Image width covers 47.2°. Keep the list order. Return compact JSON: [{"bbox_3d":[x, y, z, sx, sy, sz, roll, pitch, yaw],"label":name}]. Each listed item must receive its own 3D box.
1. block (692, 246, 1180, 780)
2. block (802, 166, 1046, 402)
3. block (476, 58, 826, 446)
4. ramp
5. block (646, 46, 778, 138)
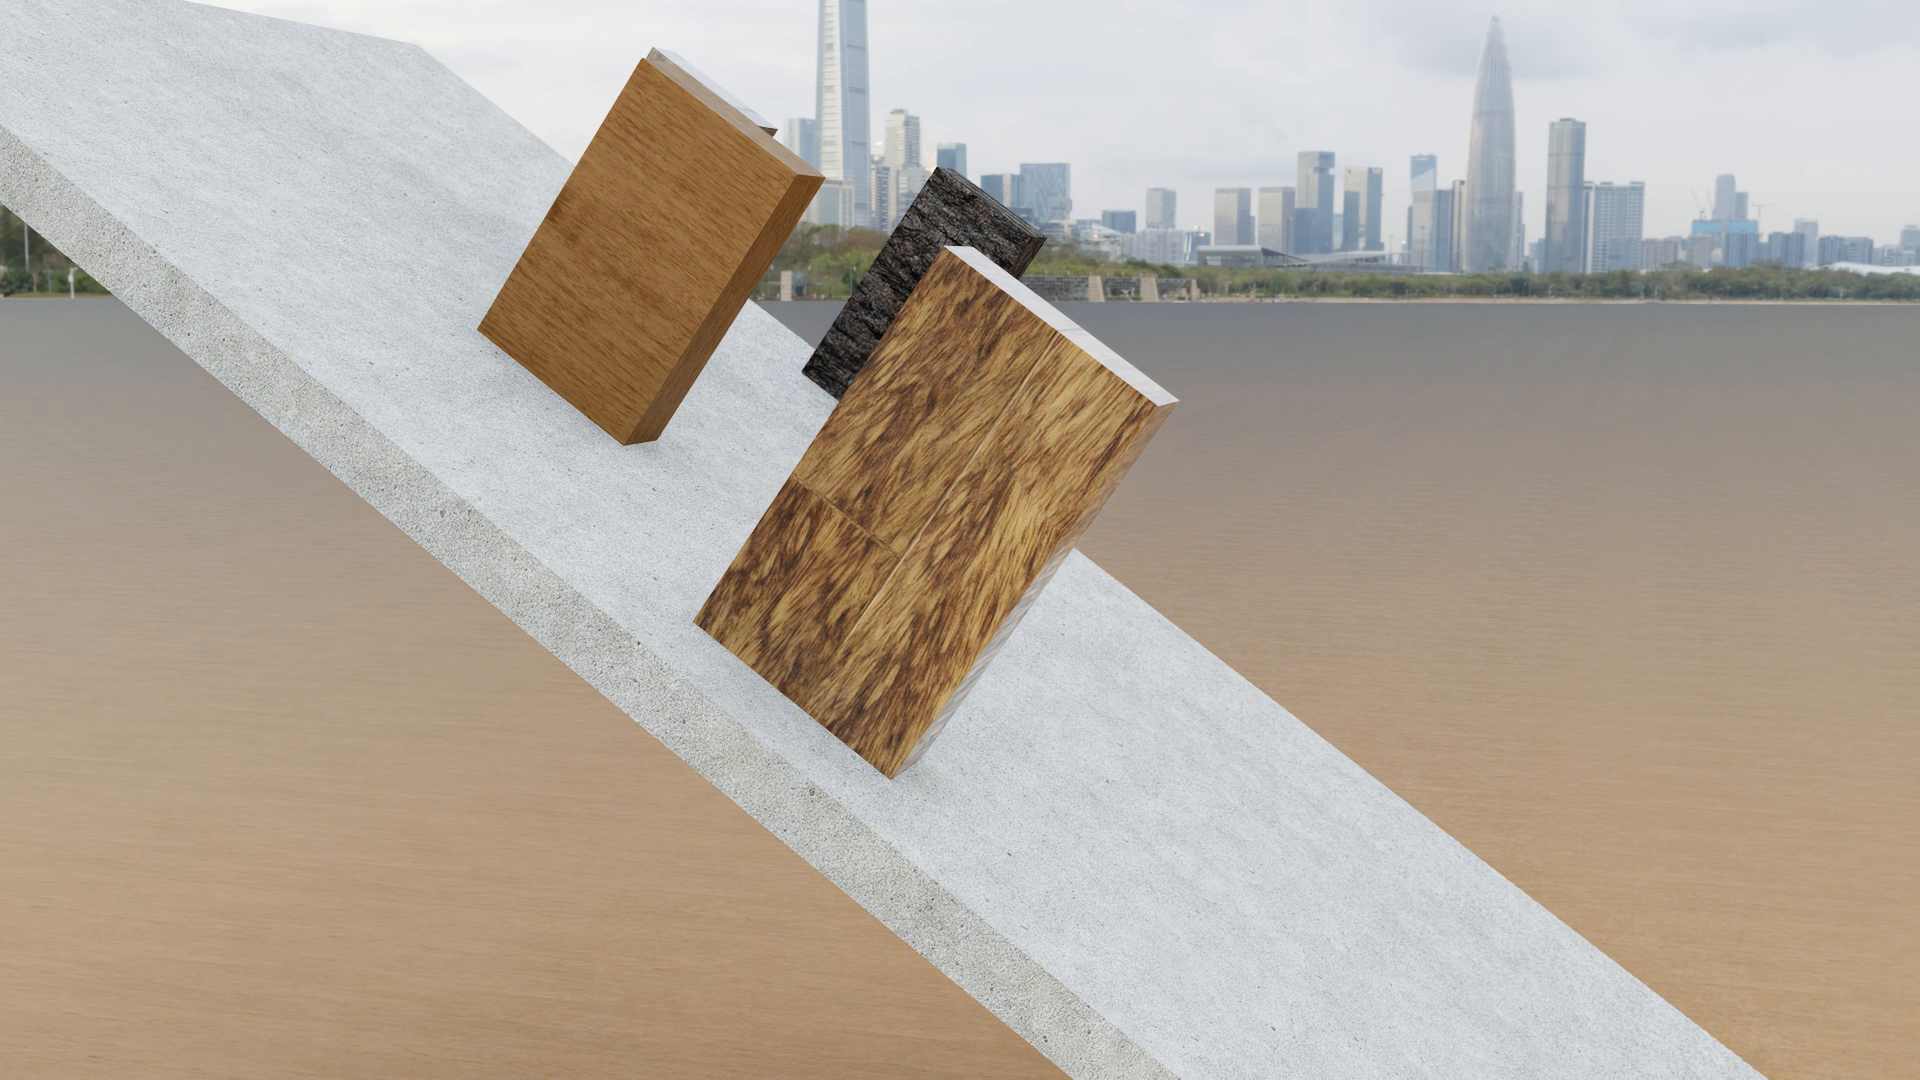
[{"bbox_3d":[-0.042,-0.040,3.262,0.386,0.687,0.146,38,16,10],"label":"block"},{"bbox_3d":[-0.081,-0.519,4.861,0.262,0.548,0.132,38,16,10],"label":"block"},{"bbox_3d":[-0.538,-0.495,3.814,0.342,0.563,0.136,38,16,10],"label":"block"},{"bbox_3d":[-0.084,0.153,4.079,4.000,0.100,2.000,38,16,10],"label":"ramp"},{"bbox_3d":[-0.611,-0.680,4.332,0.267,0.498,0.102,38,16,10],"label":"block"}]
